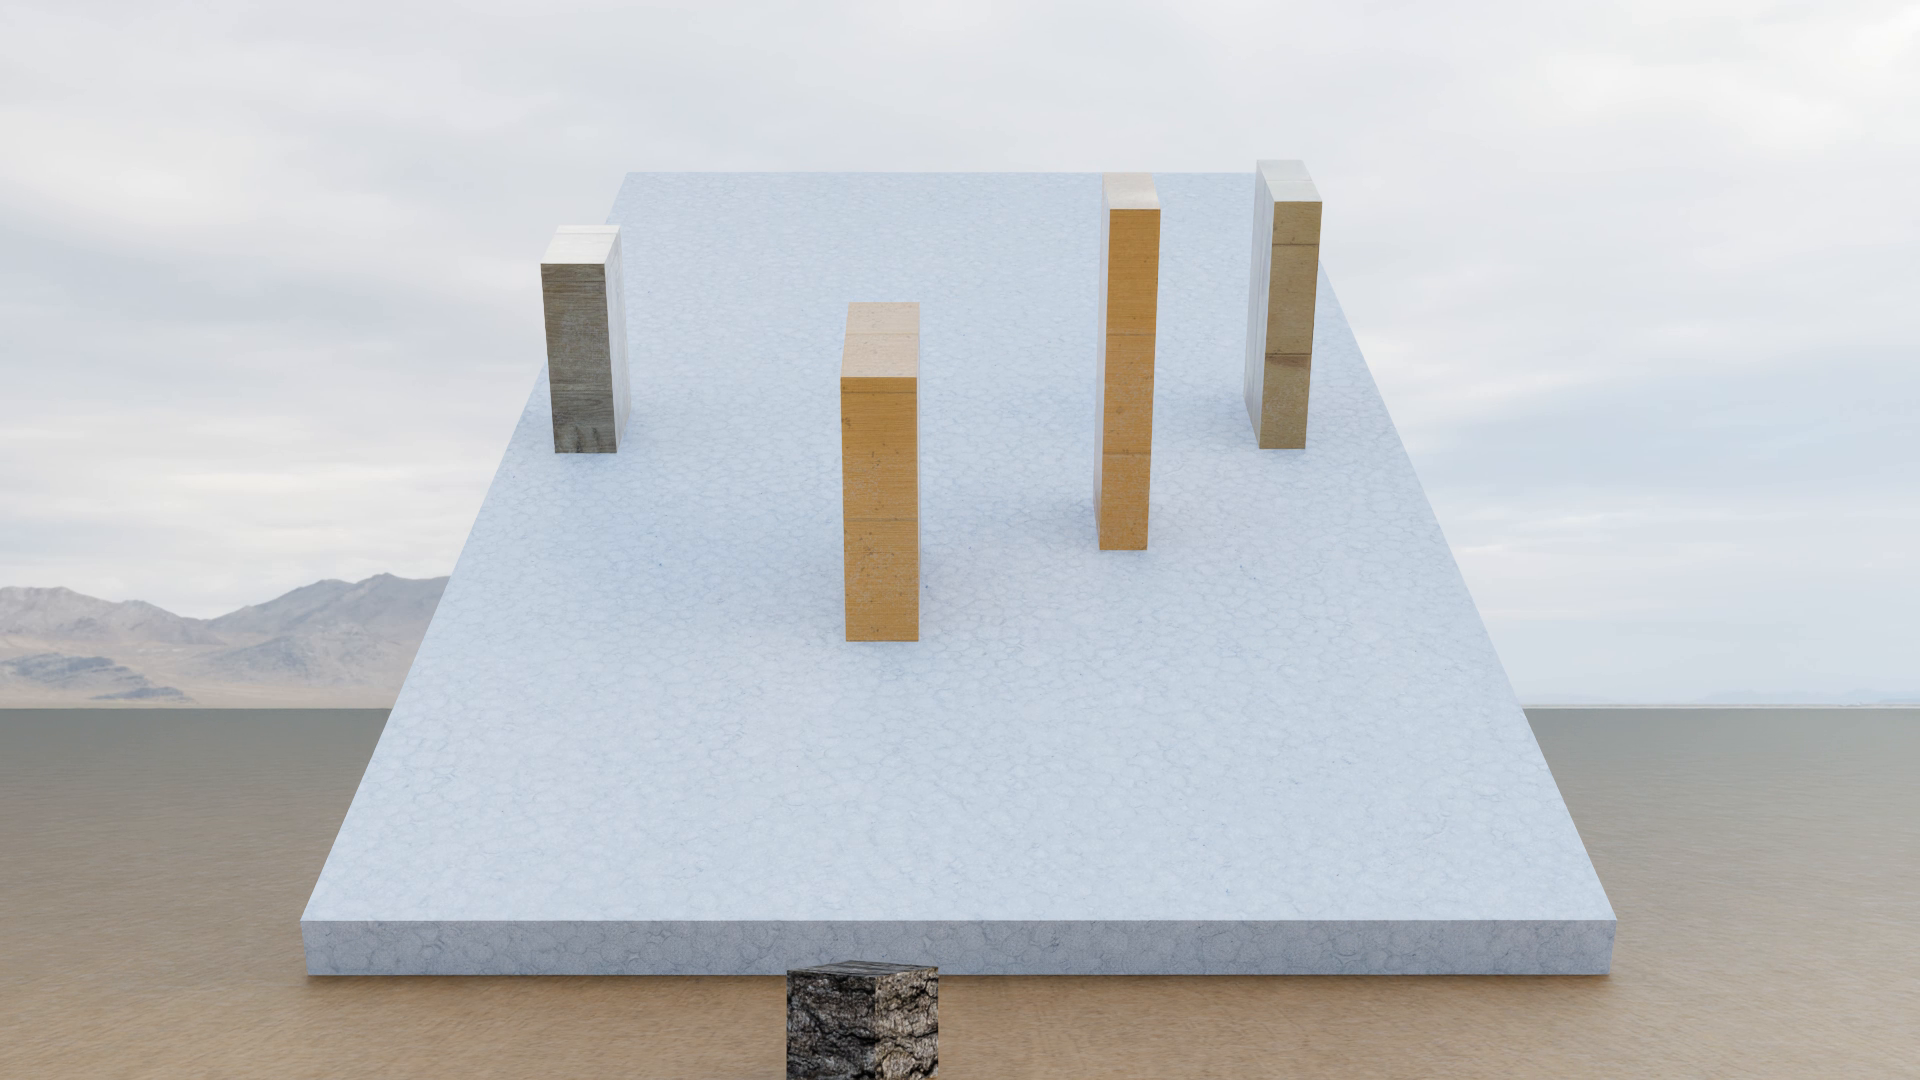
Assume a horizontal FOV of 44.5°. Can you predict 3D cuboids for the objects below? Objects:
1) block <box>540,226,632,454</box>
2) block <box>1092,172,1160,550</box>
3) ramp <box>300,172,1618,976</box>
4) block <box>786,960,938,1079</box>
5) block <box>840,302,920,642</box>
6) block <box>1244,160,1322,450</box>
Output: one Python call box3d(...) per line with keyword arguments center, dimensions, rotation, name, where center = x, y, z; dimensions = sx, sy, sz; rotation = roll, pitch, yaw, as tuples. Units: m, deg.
box3d(center=(-0.828, -0.448, 5.217), dimensions=(0.137, 0.440, 0.267), rotation=(0, 25, 0), name="block")
box3d(center=(0.331, -0.356, 4.704), dimensions=(0.097, 0.716, 0.246), rotation=(0, 25, 0), name="block")
box3d(center=(-0.009, -0.229, 5.391), dimensions=(2.000, 0.100, 4.000), rotation=(0, 25, 0), name="ramp")
box3d(center=(-0.108, 0.539, 2.614), dimensions=(0.121, 0.121, 0.121), rotation=(-3, -5, 33), name="block")
box3d(center=(-0.146, -0.134, 4.450), dimensions=(0.136, 0.529, 0.398), rotation=(0, 25, 0), name="block")
box3d(center=(0.718, -0.529, 5.243), dimensions=(0.102, 0.571, 0.319), rotation=(0, 25, 0), name="block")
